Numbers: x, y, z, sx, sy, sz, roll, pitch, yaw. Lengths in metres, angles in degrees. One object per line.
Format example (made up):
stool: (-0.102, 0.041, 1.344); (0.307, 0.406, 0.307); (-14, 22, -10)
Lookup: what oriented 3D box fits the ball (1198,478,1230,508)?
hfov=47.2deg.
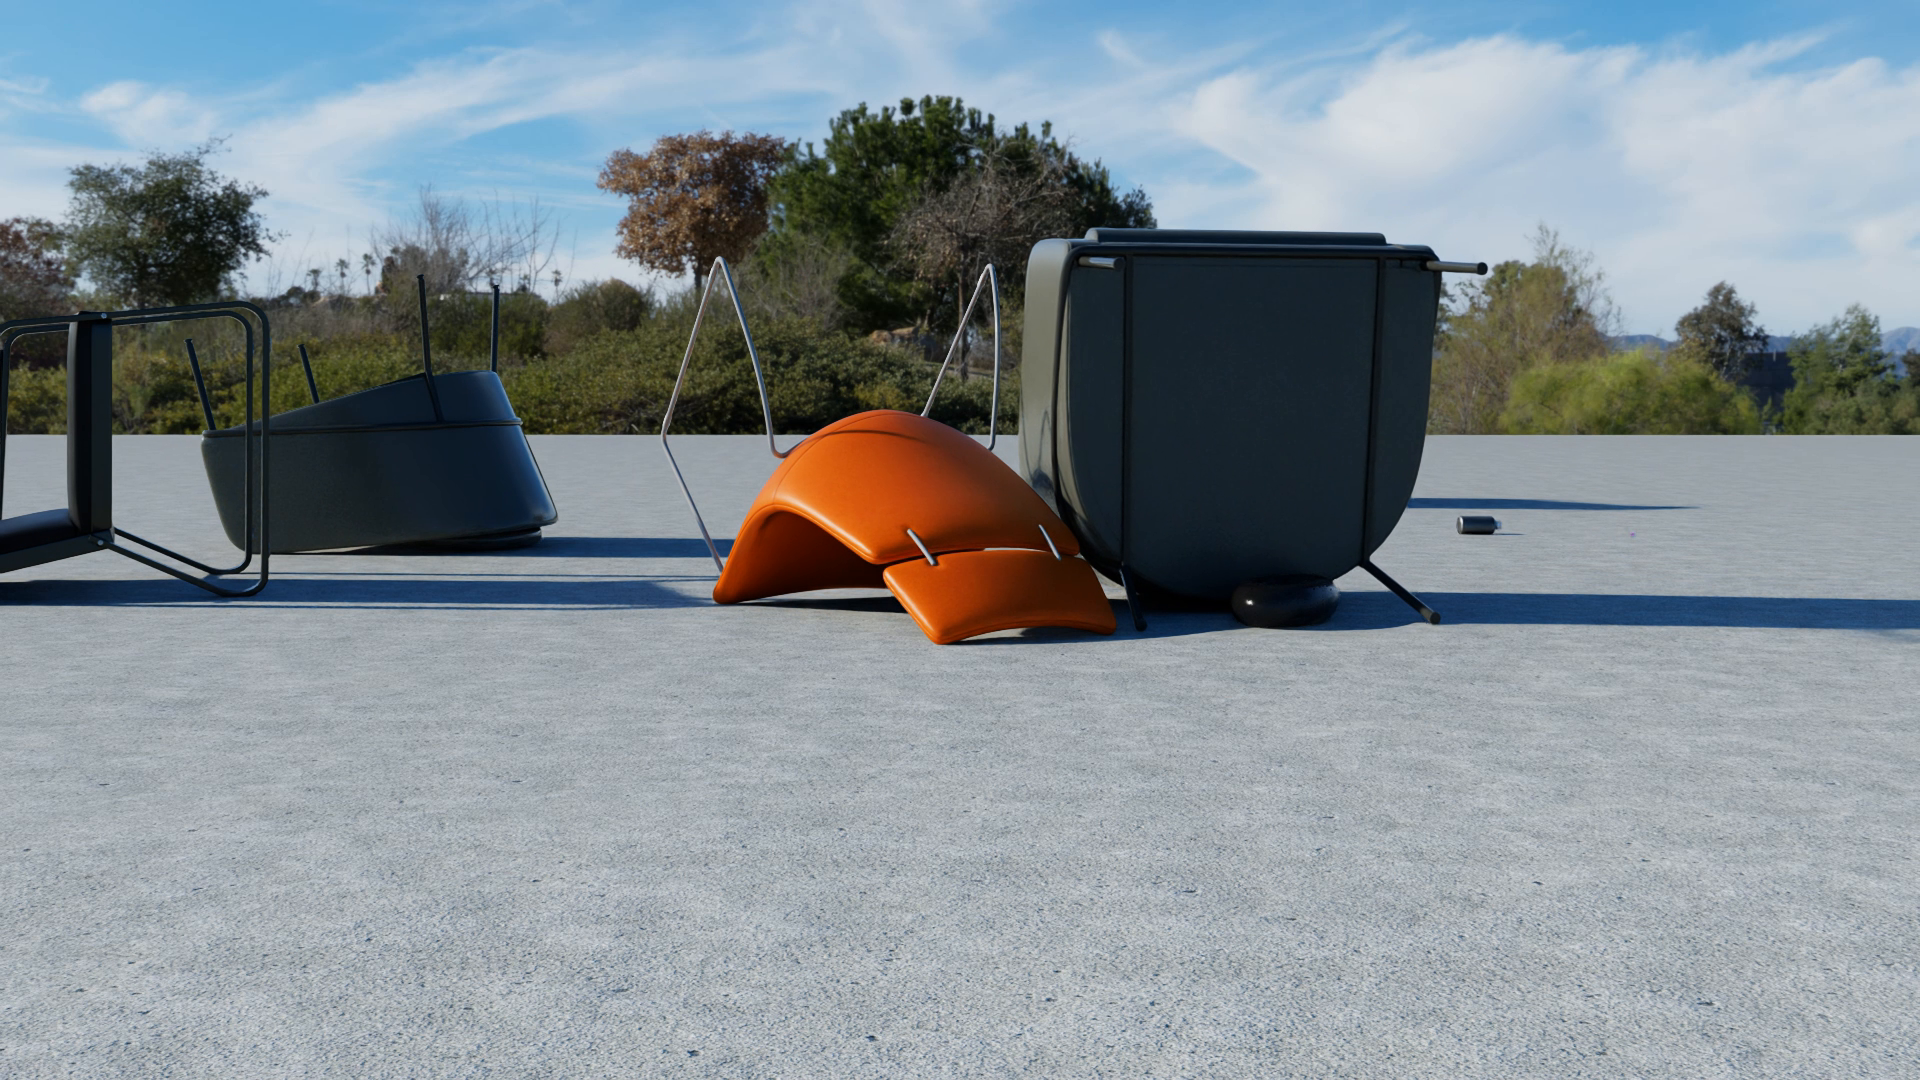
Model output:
ball: (0.957, -0.177, 8.280); (0.115, 0.115, 0.115); (0, 4, 0)

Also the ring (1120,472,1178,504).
ring: (0.736, -0.202, 8.580); (0.223, 0.126, 0.233); (0, 2, 27)

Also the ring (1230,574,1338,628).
ring: (0.629, 0.117, 4.255); (0.196, 0.082, 0.345); (0, 4, 23)

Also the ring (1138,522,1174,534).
ring: (0.610, -0.037, 6.825); (0.116, 0.036, 0.150); (0, 5, 9)
